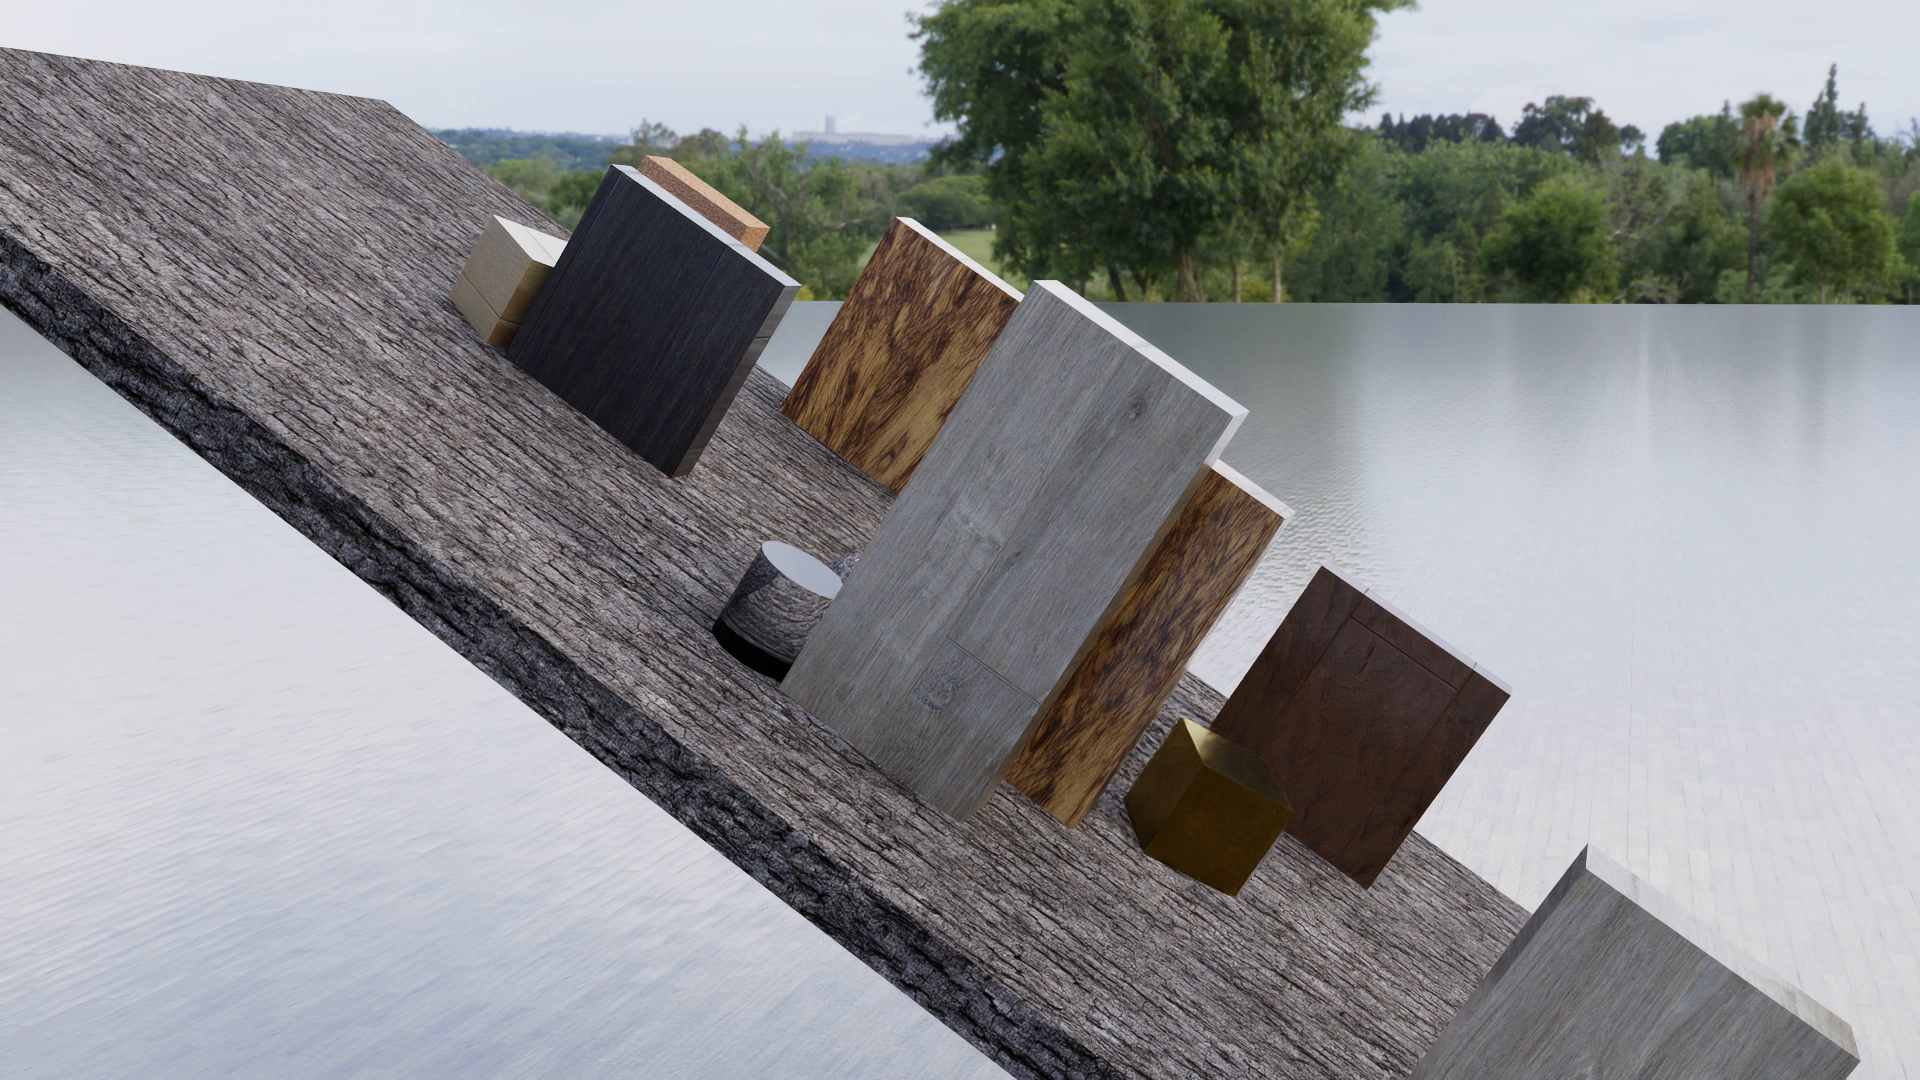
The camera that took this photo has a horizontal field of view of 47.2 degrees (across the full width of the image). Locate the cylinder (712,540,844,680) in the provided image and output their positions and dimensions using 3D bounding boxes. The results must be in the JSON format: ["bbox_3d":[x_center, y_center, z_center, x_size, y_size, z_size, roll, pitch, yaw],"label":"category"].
[{"bbox_3d":[-0.292,0.115,3.583,0.164,0.164,0.164,30,15,-9],"label":"cylinder"}]

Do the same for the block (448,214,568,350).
[{"bbox_3d":[-0.845,-0.487,4.311,0.189,0.189,0.189,17,22,-46],"label":"block"}]

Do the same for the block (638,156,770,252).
[{"bbox_3d":[-0.609,-0.510,4.390,0.257,0.433,0.113,35,15,10],"label":"block"}]

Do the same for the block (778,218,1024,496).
[{"bbox_3d":[-0.117,-0.404,4.894,0.351,0.512,0.110,35,15,10],"label":"block"}]

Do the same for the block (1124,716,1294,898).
[{"bbox_3d":[0.436,0.470,3.880,0.192,0.192,0.192,28,16,-16],"label":"block"}]

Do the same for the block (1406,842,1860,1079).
[{"bbox_3d":[0.849,0.778,2.979,0.411,0.589,0.141,35,15,10],"label":"block"}]

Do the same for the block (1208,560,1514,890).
[{"bbox_3d":[0.760,0.362,4.316,0.433,0.479,0.084,35,15,10],"label":"block"}]

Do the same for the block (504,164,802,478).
[{"bbox_3d":[-0.582,-0.411,4.141,0.410,0.429,0.083,35,15,10],"label":"block"}]

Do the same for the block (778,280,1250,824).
[{"bbox_3d":[0.077,0.020,3.450,0.366,0.773,0.138,35,15,10],"label":"block"}]

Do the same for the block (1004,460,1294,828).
[{"bbox_3d":[0.213,0.107,3.704,0.397,0.641,0.111,35,15,10],"label":"block"}]

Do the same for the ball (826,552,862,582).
[{"bbox_3d":[-0.164,0.126,3.720,0.209,0.209,0.209,0,7,0],"label":"ball"}]

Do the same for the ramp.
[{"bbox_3d":[-0.129,0.217,4.100,4.000,0.100,2.000,35,15,10],"label":"ramp"}]
